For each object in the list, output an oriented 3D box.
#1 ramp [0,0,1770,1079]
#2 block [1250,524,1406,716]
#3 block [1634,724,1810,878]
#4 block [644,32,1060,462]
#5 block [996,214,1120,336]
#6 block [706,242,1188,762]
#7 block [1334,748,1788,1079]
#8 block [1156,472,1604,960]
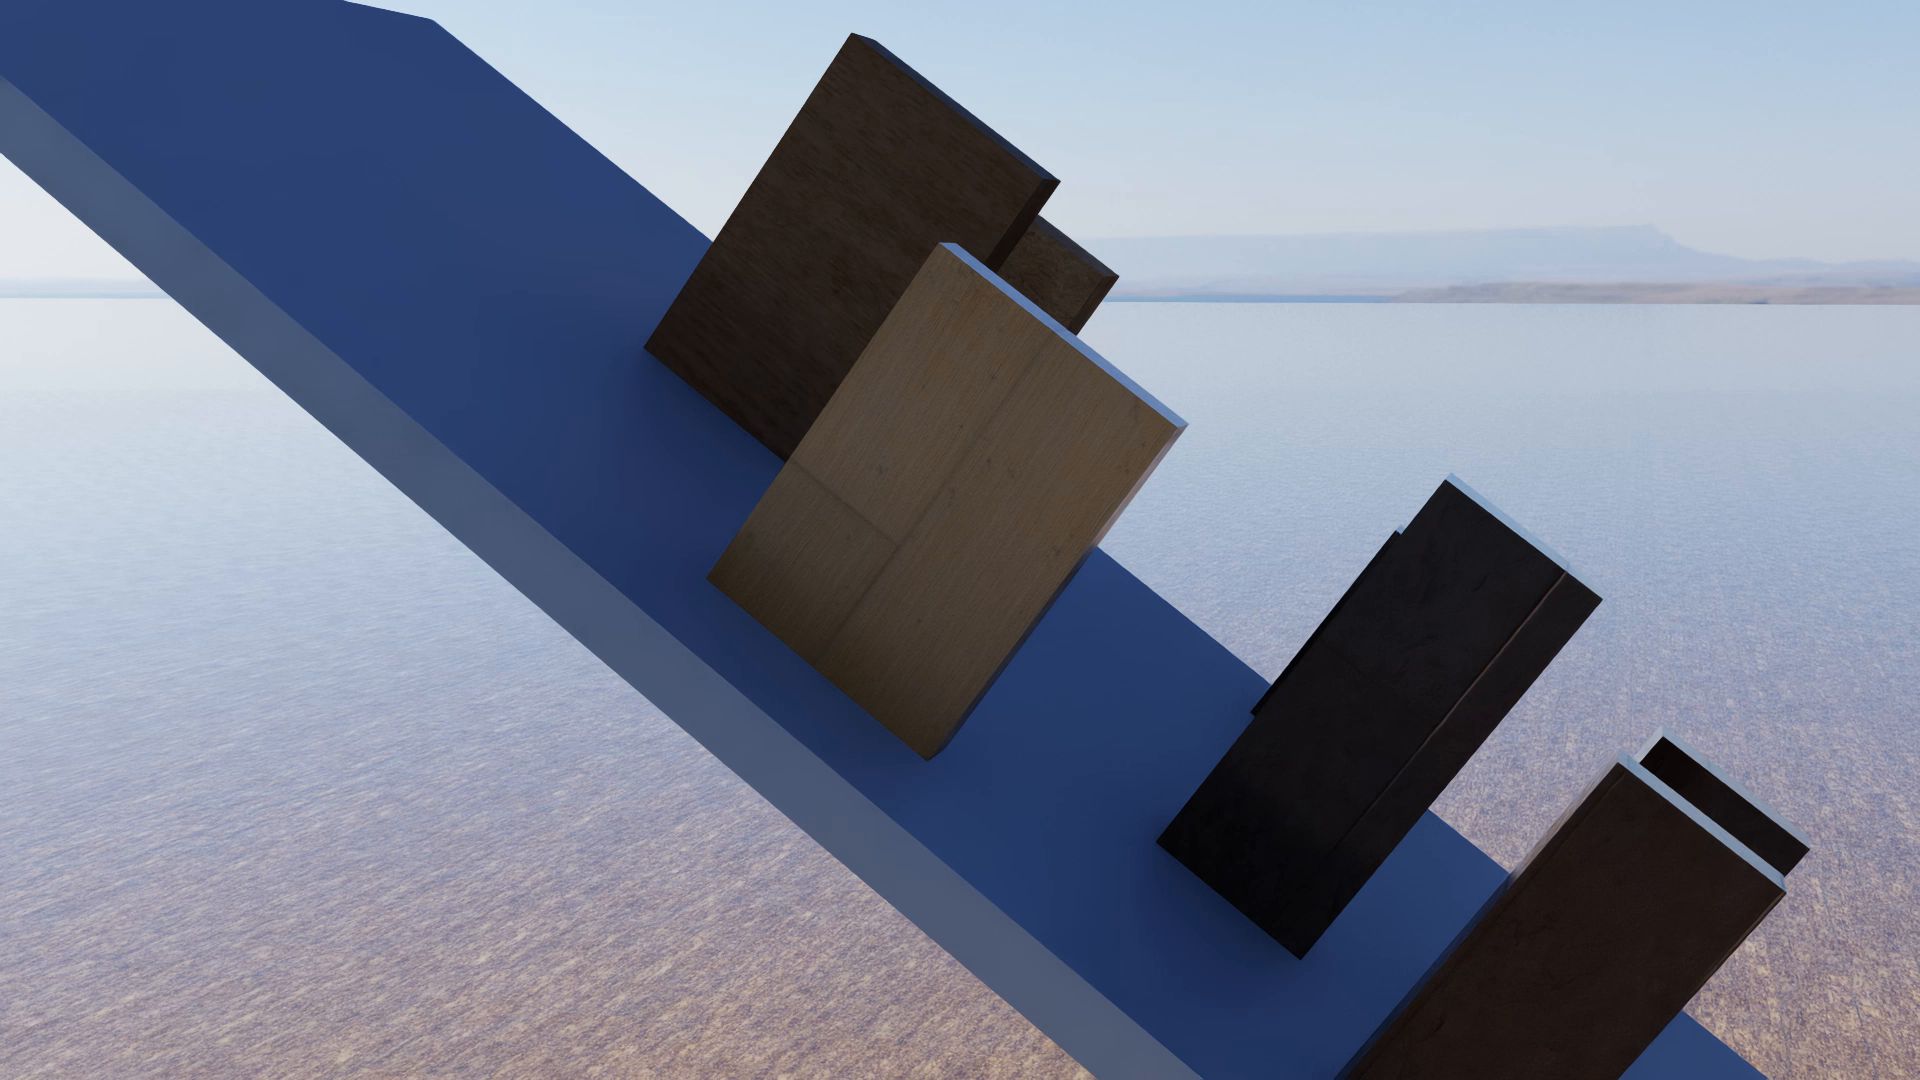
[{"bbox_3d":[-0.063,0.125,4.069,4.000,0.100,2.000,39,16,9],"label":"ramp"},{"bbox_3d":[0.865,0.246,4.574,0.264,0.492,0.098,39,16,9],"label":"block"},{"bbox_3d":[1.096,0.642,3.689,0.288,0.616,0.103,39,16,9],"label":"block"},{"bbox_3d":[-0.207,-0.510,4.093,0.447,0.711,0.127,39,16,9],"label":"block"},{"bbox_3d":[0.018,-0.396,4.485,0.311,0.579,0.143,39,16,9],"label":"block"},{"bbox_3d":[-0.028,-0.055,3.300,0.444,0.635,0.084,39,16,9],"label":"block"},{"bbox_3d":[0.808,0.630,3.038,0.271,0.657,0.092,39,16,9],"label":"block"},{"bbox_3d":[0.670,0.287,3.547,0.300,0.761,0.119,39,16,9],"label":"block"}]
